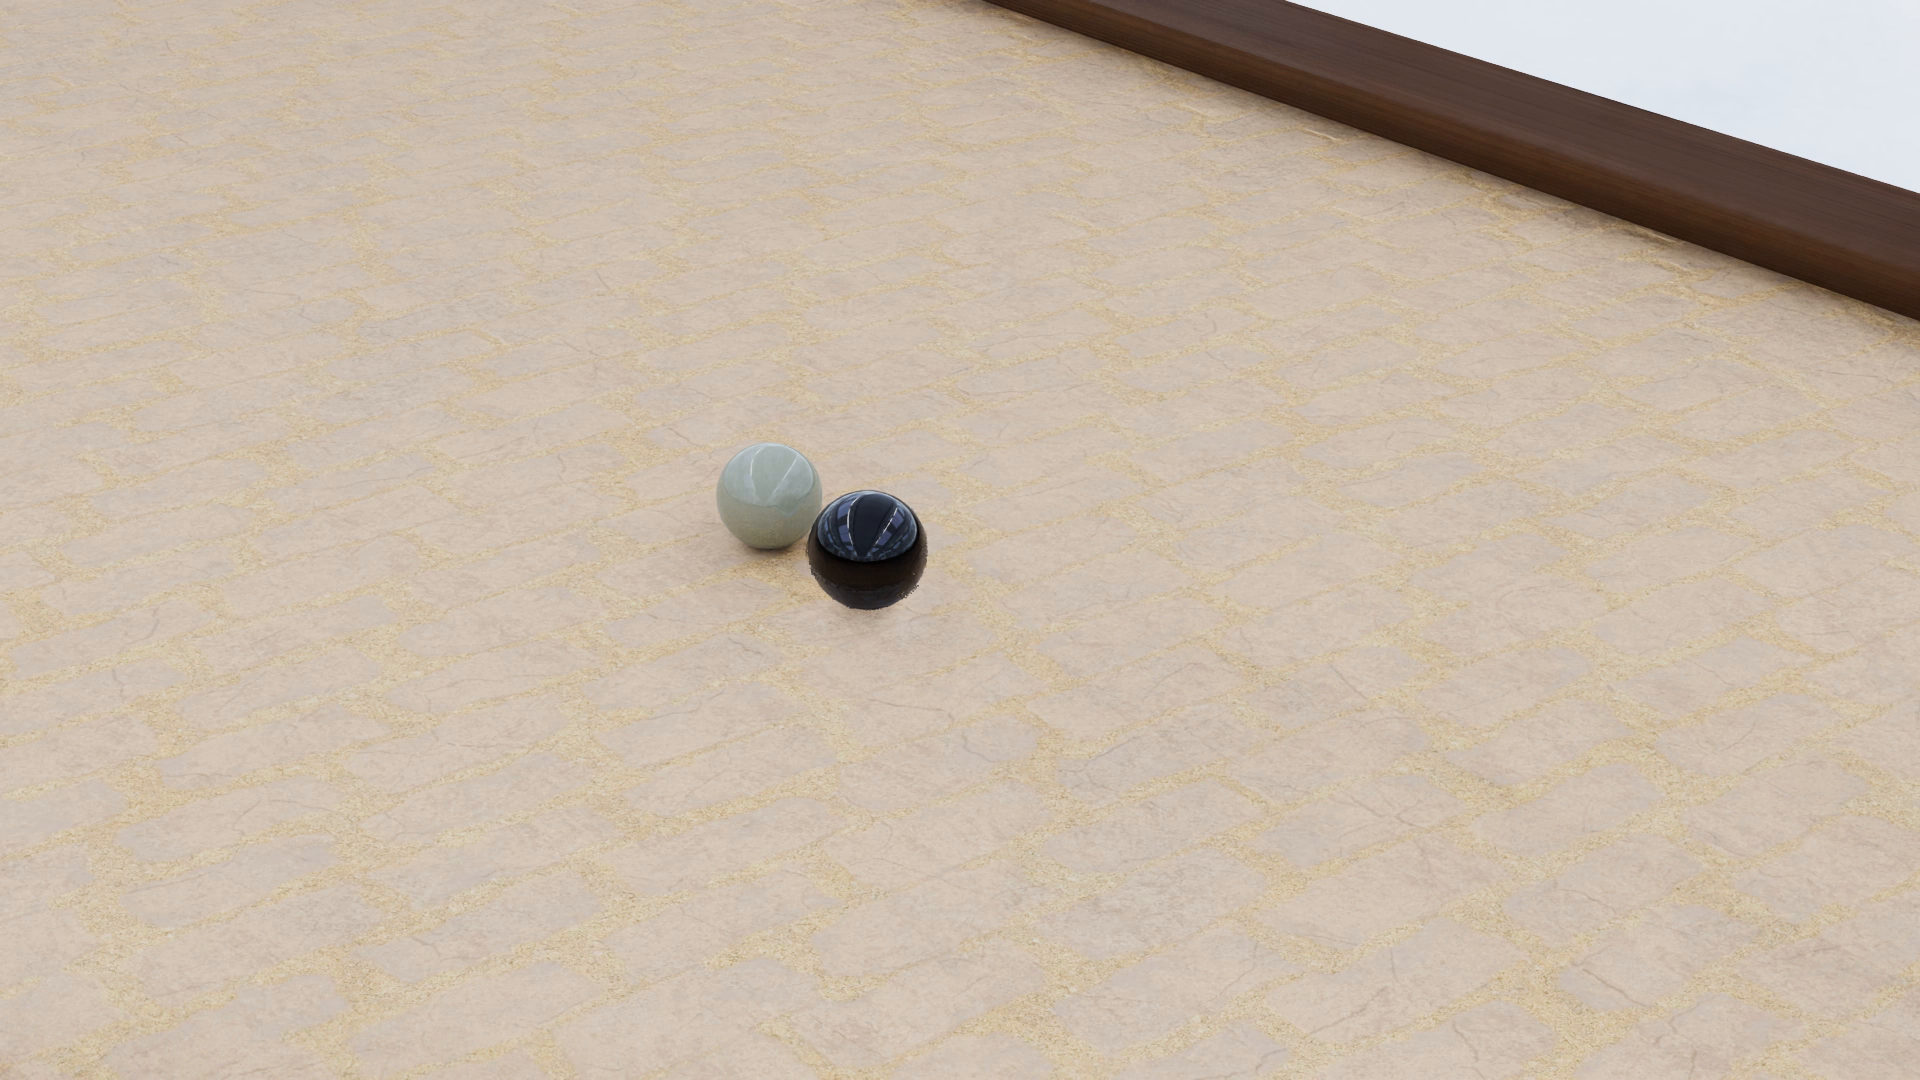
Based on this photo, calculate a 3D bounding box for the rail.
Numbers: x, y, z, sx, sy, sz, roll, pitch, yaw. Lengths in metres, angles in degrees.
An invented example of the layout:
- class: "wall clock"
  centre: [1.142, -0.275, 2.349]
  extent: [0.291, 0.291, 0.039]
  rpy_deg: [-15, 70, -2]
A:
- class: "rail"
  centre: [0.201, -0.609, 3.387]
  extent: [0.045, 0.113, 3.961]
  rpy_deg: [-18, 30, -33]

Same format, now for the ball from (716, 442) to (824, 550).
- class: "ball"
  centre: [-0.142, -0.033, 2.200]
  extent: [0.080, 0.080, 0.080]
  rpy_deg: [0, 25, 0]

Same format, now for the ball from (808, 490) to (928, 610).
- class: "ball"
  centre: [-0.066, 0.007, 2.107]
  extent: [0.086, 0.086, 0.086]
  rpy_deg: [0, 25, 0]
